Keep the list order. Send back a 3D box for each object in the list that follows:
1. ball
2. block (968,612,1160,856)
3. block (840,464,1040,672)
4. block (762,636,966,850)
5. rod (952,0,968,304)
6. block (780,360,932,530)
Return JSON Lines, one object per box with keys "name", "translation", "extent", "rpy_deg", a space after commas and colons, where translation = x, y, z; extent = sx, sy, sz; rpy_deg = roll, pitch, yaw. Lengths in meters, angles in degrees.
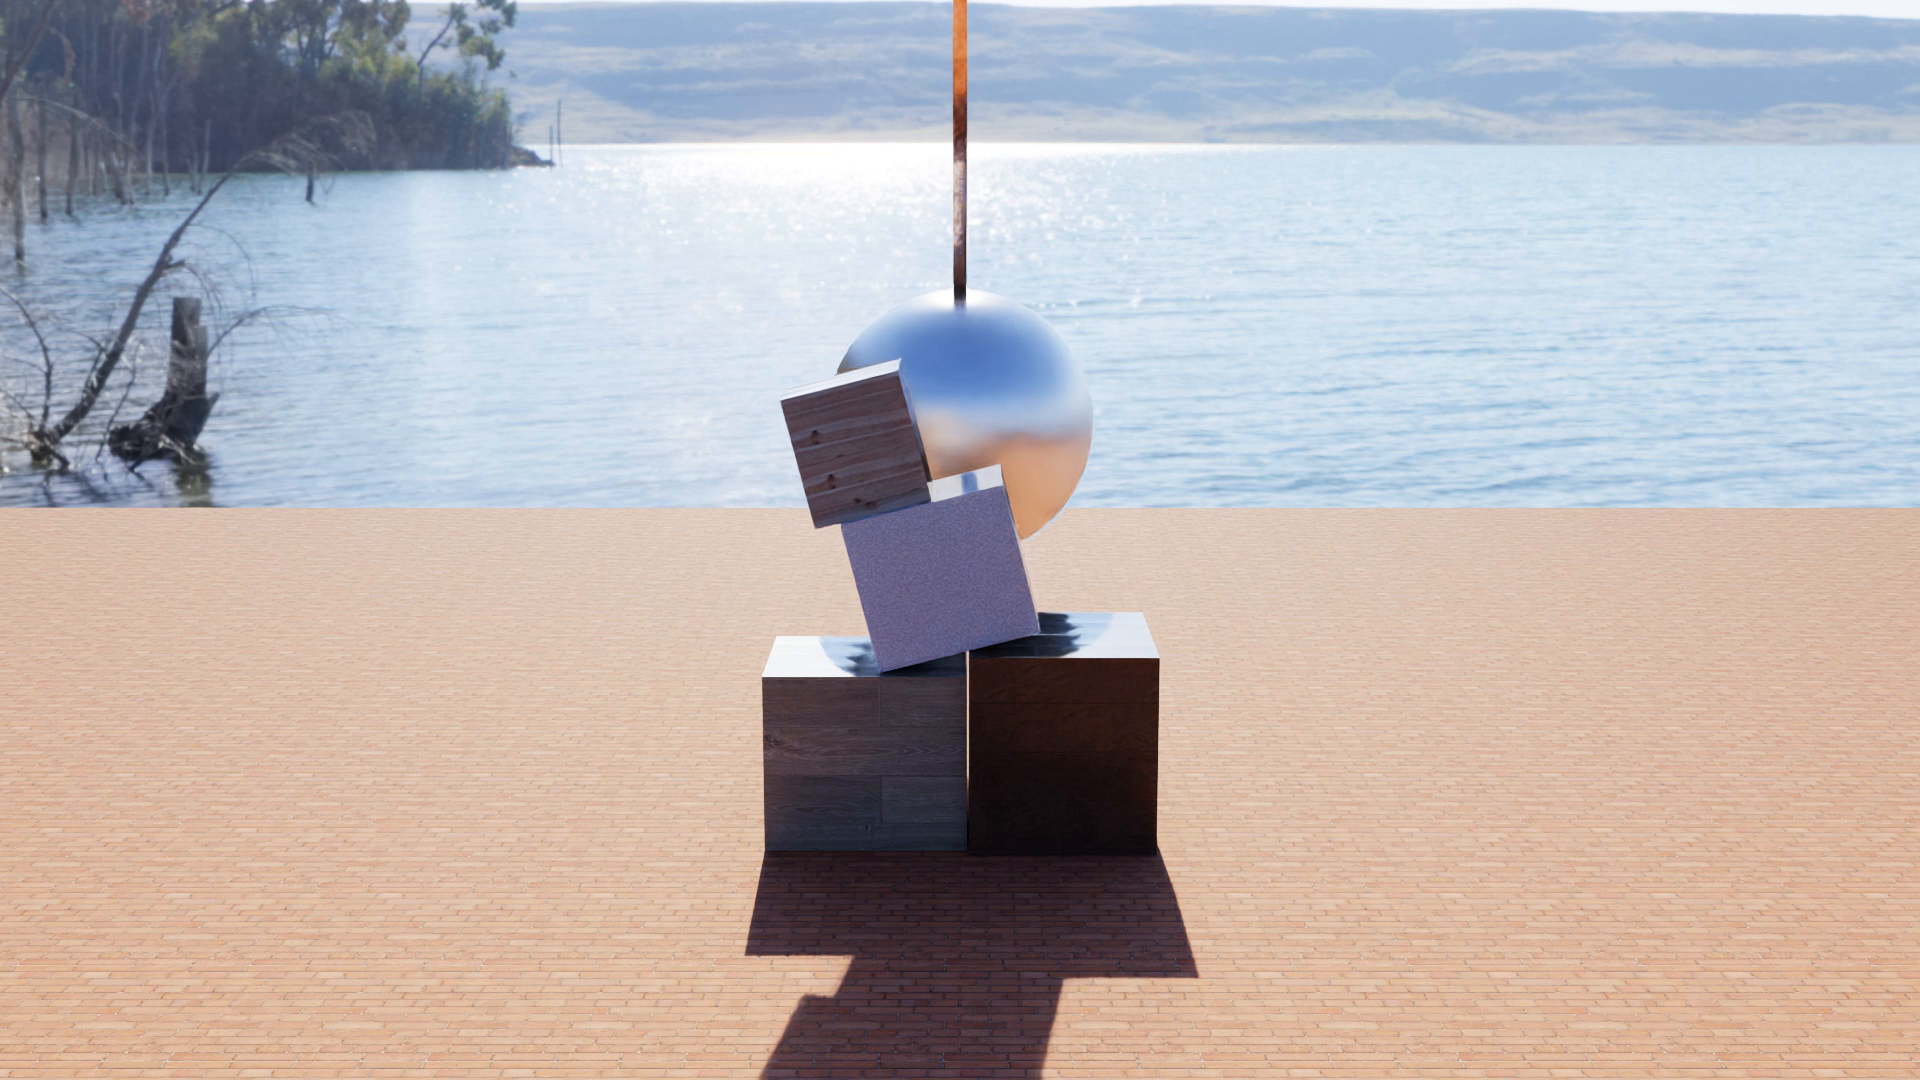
{"name": "ball", "translation": [0.000, -0.698, 13.162], "extent": [1.600, 1.600, 1.600], "rpy_deg": [0, 10, 0]}
{"name": "block", "translation": [0.511, 0.979, 11.362], "extent": [0.933, 1.009, 1.052], "rpy_deg": [0, 10, 0]}
{"name": "block", "translation": [-0.094, 0.132, 11.185], "extent": [0.824, 0.767, 0.706], "rpy_deg": [-14, 10, 3]}
{"name": "block", "translation": [-0.472, 1.035, 11.369], "extent": [1.012, 0.896, 0.897], "rpy_deg": [0, 10, 0]}
{"name": "rod", "translation": [0.000, -3.627, 11.435], "extent": [0.080, 5.200, 0.080], "rpy_deg": [0, 31, 0]}
{"name": "block", "translation": [-0.511, -0.492, 11.089], "extent": [0.596, 0.662, 0.580], "rpy_deg": [-14, 10, 2]}
